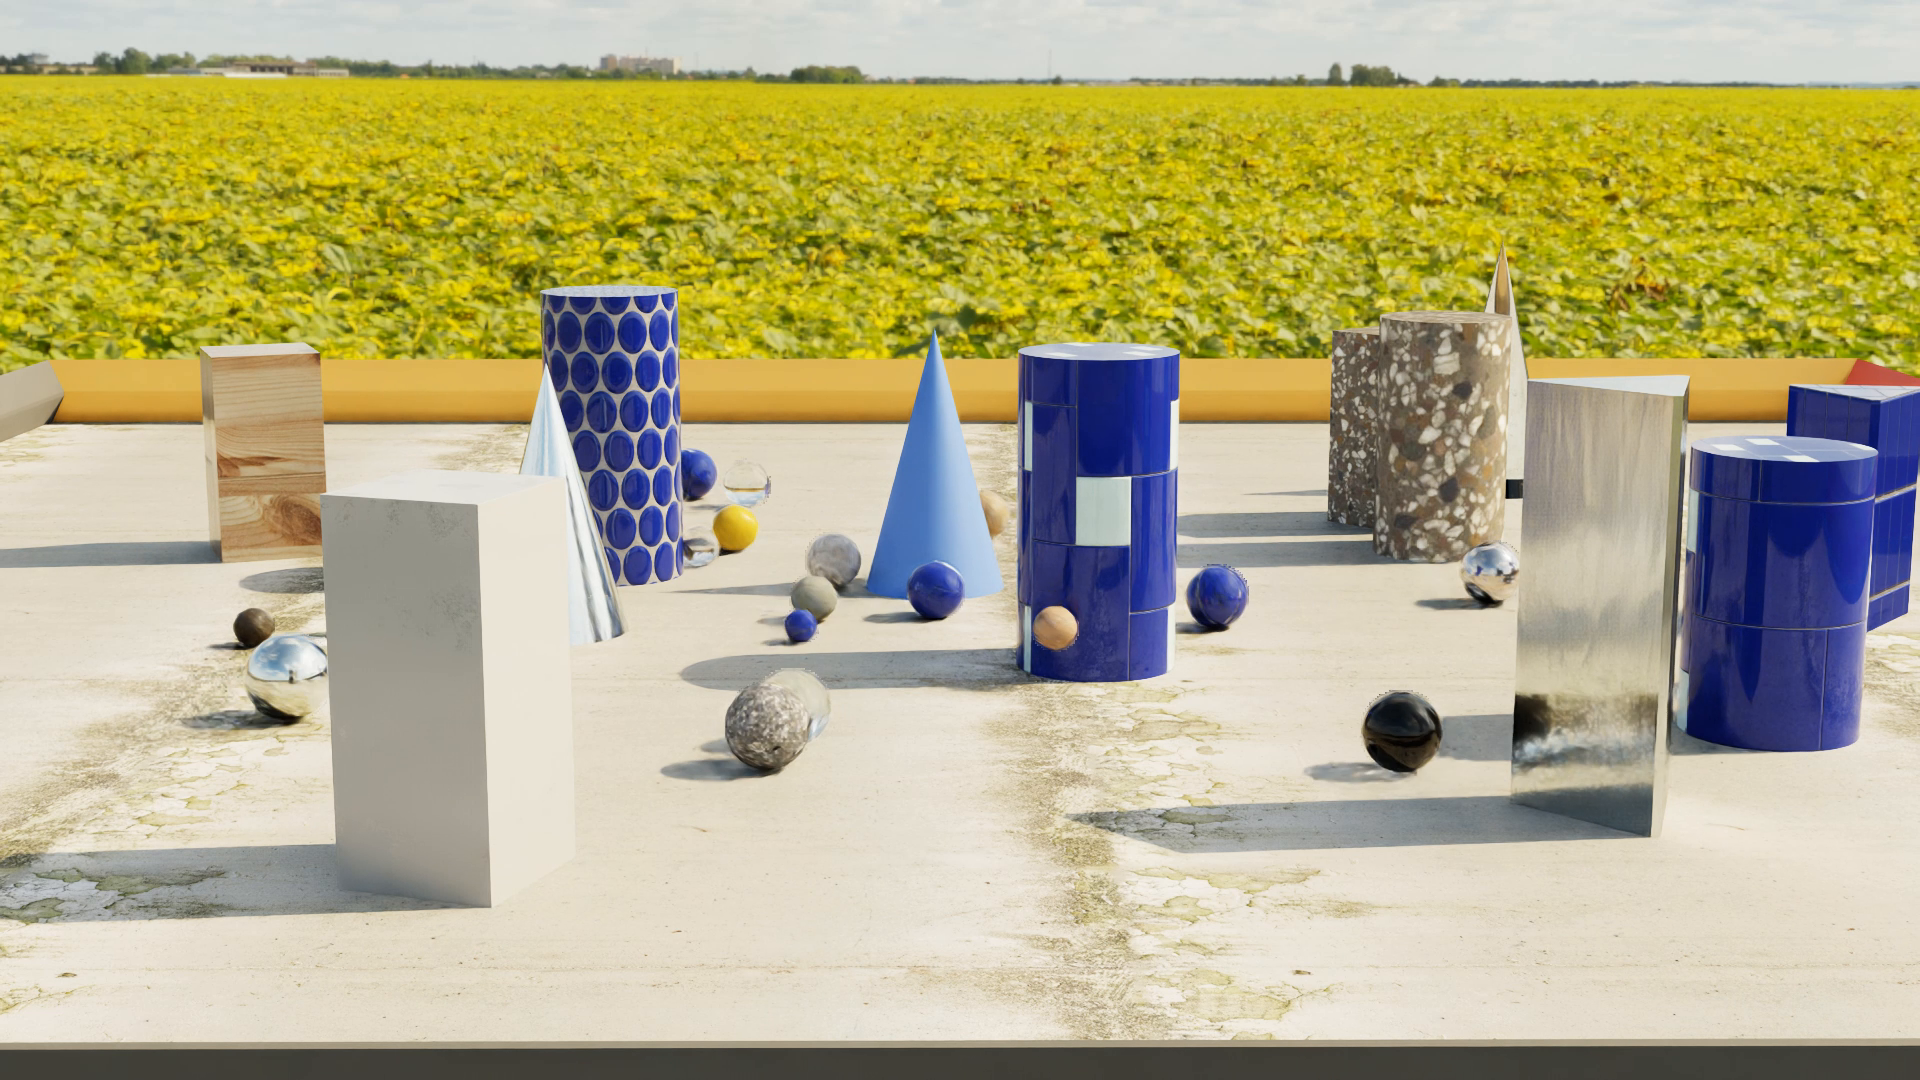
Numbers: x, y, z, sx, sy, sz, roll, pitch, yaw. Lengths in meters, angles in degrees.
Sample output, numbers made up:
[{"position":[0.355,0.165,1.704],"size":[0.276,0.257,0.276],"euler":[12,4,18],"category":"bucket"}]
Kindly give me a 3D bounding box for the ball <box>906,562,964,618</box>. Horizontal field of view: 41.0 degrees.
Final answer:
[{"position":[-0.033,0.066,3.411],"size":[0.077,0.077,0.077],"euler":[0,11,0],"category":"ball"}]

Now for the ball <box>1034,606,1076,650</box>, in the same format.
[{"position":[0.112,0.104,3.031],"size":[0.052,0.052,0.052],"euler":[0,11,0],"category":"ball"}]

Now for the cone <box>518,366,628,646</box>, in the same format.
[{"position":[-0.529,-0.054,3.311],"size":[0.195,0.350,0.195],"euler":[0,11,0],"category":"cone"}]

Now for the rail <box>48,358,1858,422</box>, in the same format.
[{"position":[-0.011,-0.305,5.270],"size":[3.728,0.126,0.045],"euler":[0,11,0],"category":"rail"}]

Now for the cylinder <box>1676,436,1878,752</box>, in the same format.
[{"position":[0.895,0.055,2.817],"size":[0.195,0.315,0.195],"euler":[0,11,0],"category":"cylinder"}]

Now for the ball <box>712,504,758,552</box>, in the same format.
[{"position":[-0.340,-0.018,3.879],"size":[0.071,0.071,0.071],"euler":[0,11,0],"category":"ball"}]

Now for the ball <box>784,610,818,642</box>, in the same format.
[{"position":[-0.203,0.109,3.272],"size":[0.042,0.042,0.042],"euler":[0,11,0],"category":"ball"}]

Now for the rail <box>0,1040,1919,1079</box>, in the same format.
[{"position":[0.011,0.370,1.628],"size":[3.728,0.126,0.045],"euler":[0,11,0],"category":"rail"}]

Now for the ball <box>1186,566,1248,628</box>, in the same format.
[{"position":[0.335,0.075,3.352],"size":[0.081,0.081,0.081],"euler":[0,11,0],"category":"ball"}]

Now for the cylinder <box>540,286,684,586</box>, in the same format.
[{"position":[-0.498,-0.153,3.678],"size":[0.195,0.409,0.195],"euler":[0,11,0],"category":"cylinder"}]

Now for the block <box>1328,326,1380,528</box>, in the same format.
[{"position":[0.703,-0.181,4.108],"size":[0.156,0.308,0.156],"euler":[-9,14,-40],"category":"block"}]

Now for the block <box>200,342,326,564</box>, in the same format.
[{"position":[-1.047,-0.134,3.861],"size":[0.156,0.306,0.156],"euler":[-4,11,-22],"category":"block"}]

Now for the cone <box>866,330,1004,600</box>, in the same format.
[{"position":[-0.036,-0.114,3.591],"size":[0.195,0.365,0.195],"euler":[0,11,0],"category":"cone"}]

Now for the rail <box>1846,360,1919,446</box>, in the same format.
[{"position":[1.840,0.031,3.459],"size":[0.045,0.126,3.751],"euler":[0,11,0],"category":"rail"}]

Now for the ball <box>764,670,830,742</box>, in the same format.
[{"position":[-0.181,0.181,2.774],"size":[0.082,0.082,0.082],"euler":[0,11,0],"category":"ball"}]

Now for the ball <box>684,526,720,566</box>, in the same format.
[{"position":[-0.383,0.009,3.764],"size":[0.059,0.059,0.059],"euler":[0,11,0],"category":"ball"}]

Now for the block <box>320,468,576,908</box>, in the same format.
[{"position":[-0.457,0.128,2.308],"size":[0.156,0.358,0.156],"euler":[4,11,19],"category":"block"}]

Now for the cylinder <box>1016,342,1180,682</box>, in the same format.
[{"position":[0.167,-0.037,3.121],"size":[0.195,0.386,0.195],"euler":[0,11,0],"category":"cylinder"}]

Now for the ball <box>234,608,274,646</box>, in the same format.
[{"position":[-0.895,0.110,3.248],"size":[0.049,0.049,0.049],"euler":[0,11,0],"category":"ball"}]

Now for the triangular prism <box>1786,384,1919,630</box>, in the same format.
[{"position":[1.164,-0.049,3.406],"size":[0.146,0.305,0.169],"euler":[8,13,38],"category":"triangular prism"}]

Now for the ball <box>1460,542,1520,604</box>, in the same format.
[{"position":[0.725,0.045,3.503],"size":[0.085,0.085,0.085],"euler":[0,11,0],"category":"ball"}]

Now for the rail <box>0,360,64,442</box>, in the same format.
[{"position":[-1.840,0.034,3.439],"size":[0.045,0.126,3.751],"euler":[0,11,0],"category":"rail"}]

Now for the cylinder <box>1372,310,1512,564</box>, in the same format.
[{"position":[0.724,-0.158,3.855],"size":[0.195,0.355,0.195],"euler":[0,11,0],"category":"cylinder"}]

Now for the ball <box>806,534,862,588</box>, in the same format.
[{"position":[-0.177,0.029,3.610],"size":[0.077,0.077,0.077],"euler":[0,11,0],"category":"ball"}]

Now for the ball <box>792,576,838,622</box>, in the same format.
[{"position":[-0.193,0.077,3.394],"size":[0.061,0.061,0.061],"euler":[0,11,0],"category":"ball"}]

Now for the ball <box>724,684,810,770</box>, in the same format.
[{"position":[-0.201,0.195,2.680],"size":[0.090,0.090,0.090],"euler":[0,11,0],"category":"ball"}]

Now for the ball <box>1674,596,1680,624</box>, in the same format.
[{"position":[0.892,0.089,3.309],"size":[0.068,0.068,0.068],"euler":[0,11,0],"category":"ball"}]

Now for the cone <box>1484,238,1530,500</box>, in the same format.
[{"position":[0.924,-0.300,4.406],"size":[0.195,0.433,0.195],"euler":[0,11,0],"category":"cone"}]

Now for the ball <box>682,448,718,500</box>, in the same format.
[{"position":[-0.454,-0.112,4.346],"size":[0.086,0.086,0.086],"euler":[0,11,0],"category":"ball"}]

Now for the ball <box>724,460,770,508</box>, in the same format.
[{"position":[-0.355,-0.093,4.267],"size":[0.077,0.077,0.077],"euler":[0,11,0],"category":"ball"}]

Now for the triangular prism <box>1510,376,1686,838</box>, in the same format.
[{"position":[0.661,0.055,2.517],"size":[0.146,0.424,0.169],"euler":[-9,14,-41],"category":"triangular prism"}]

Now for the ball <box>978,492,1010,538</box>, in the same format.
[{"position":[0.039,-0.039,3.982],"size":[0.074,0.074,0.074],"euler":[0,11,0],"category":"ball"}]

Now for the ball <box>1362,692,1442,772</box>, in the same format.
[{"position":[0.460,0.200,2.670],"size":[0.083,0.083,0.083],"euler":[0,11,0],"category":"ball"}]

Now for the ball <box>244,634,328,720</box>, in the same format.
[{"position":[-0.755,0.154,2.882],"size":[0.097,0.097,0.097],"euler":[0,11,0],"category":"ball"}]
